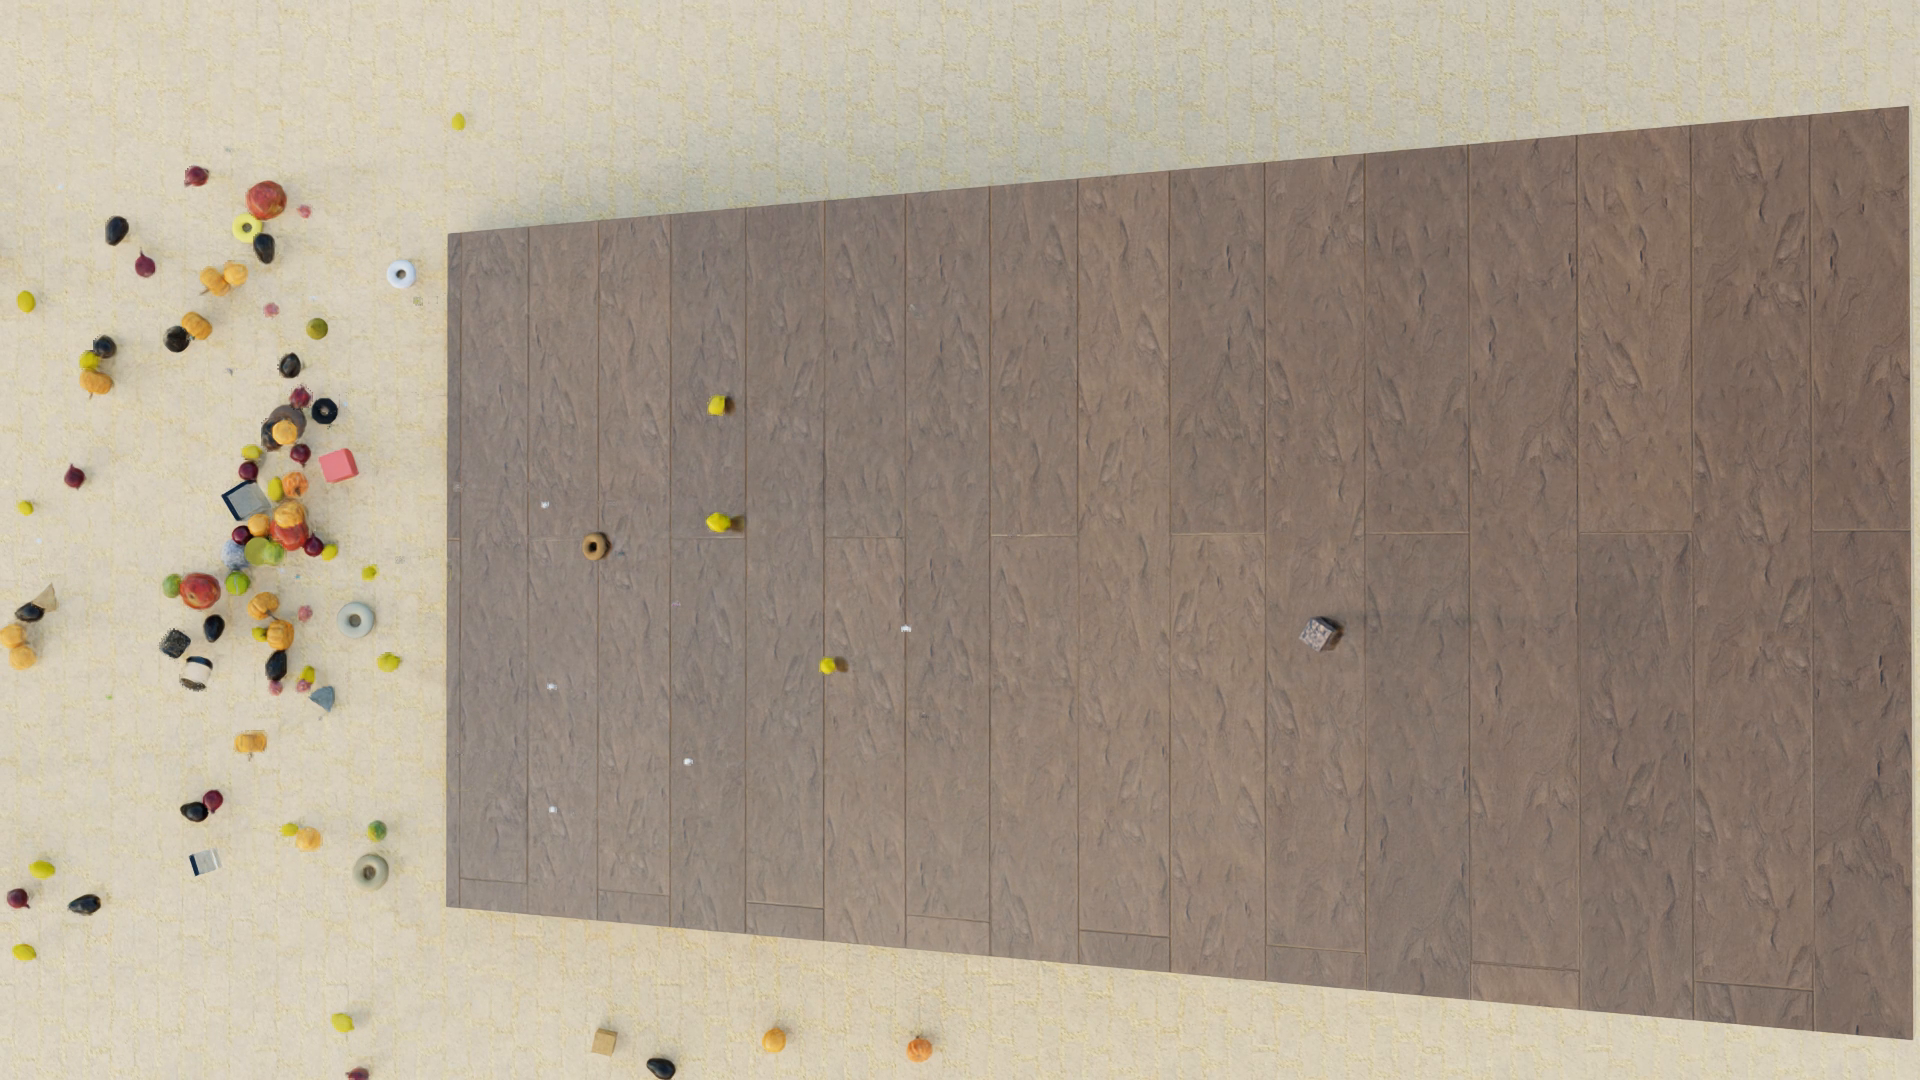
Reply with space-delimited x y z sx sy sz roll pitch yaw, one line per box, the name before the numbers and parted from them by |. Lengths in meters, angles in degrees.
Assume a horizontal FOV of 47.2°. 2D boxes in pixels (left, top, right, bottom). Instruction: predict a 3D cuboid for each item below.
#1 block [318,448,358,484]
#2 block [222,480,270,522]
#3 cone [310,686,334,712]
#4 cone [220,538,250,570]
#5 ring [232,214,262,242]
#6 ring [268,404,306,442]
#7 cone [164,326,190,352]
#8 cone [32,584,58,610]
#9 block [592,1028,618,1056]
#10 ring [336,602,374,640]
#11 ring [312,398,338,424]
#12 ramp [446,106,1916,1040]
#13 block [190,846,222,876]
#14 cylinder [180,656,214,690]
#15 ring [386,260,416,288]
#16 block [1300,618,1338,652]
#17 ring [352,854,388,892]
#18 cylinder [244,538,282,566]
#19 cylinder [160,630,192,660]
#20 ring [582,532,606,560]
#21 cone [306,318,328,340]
block | -1.860 -0.221 6.583 0.080 0.080 0.080 -20 89 0
block | -2.135 -0.117 6.577 0.090 0.090 0.090 -31 89 0
cone | -1.903 0.490 6.599 0.074 0.074 0.074 -16 116 0
cone | -2.176 0.041 6.571 0.098 0.098 0.098 0 89 0
ring | -2.144 -0.939 6.615 0.091 0.030 0.091 0 88 0
ring | -2.022 -0.351 6.606 0.113 0.038 0.113 0 90 -1
cone | -2.361 -0.606 6.586 0.081 0.081 0.081 0 89 0
cone | -2.727 0.161 6.578 0.075 0.075 0.075 20 94 0
block | -1.062 1.501 6.574 0.060 0.060 0.060 12 89 0
ring | -1.815 0.242 6.600 0.112 0.037 0.112 0 91 0
ring | -1.911 -0.387 6.611 0.080 0.027 0.080 0 89 1
ramp | 0.278 0.079 5.662 4.000 0.100 2.000 0 89 27
block | -2.256 0.961 6.578 0.064 0.064 0.064 -17 89 0
cylinder | -2.279 0.398 6.564 0.076 0.076 0.076 8 58 0
ring | -1.680 -0.799 6.614 0.089 0.030 0.089 0 88 0
block | 0.860 0.227 5.273 0.059 0.059 0.059 35 105 23
ring | -1.763 0.997 6.582 0.114 0.038 0.114 -3 75 11
cylinder | -2.084 0.034 6.577 0.085 0.085 0.085 0 89 0
cylinder | -2.350 0.312 6.584 0.065 0.065 0.065 37 90 0
ring | -1.042 0.017 6.269 0.080 0.027 0.080 -1 88 28
cone | -1.938 -0.637 6.594 0.066 0.066 0.066 0 89 0
